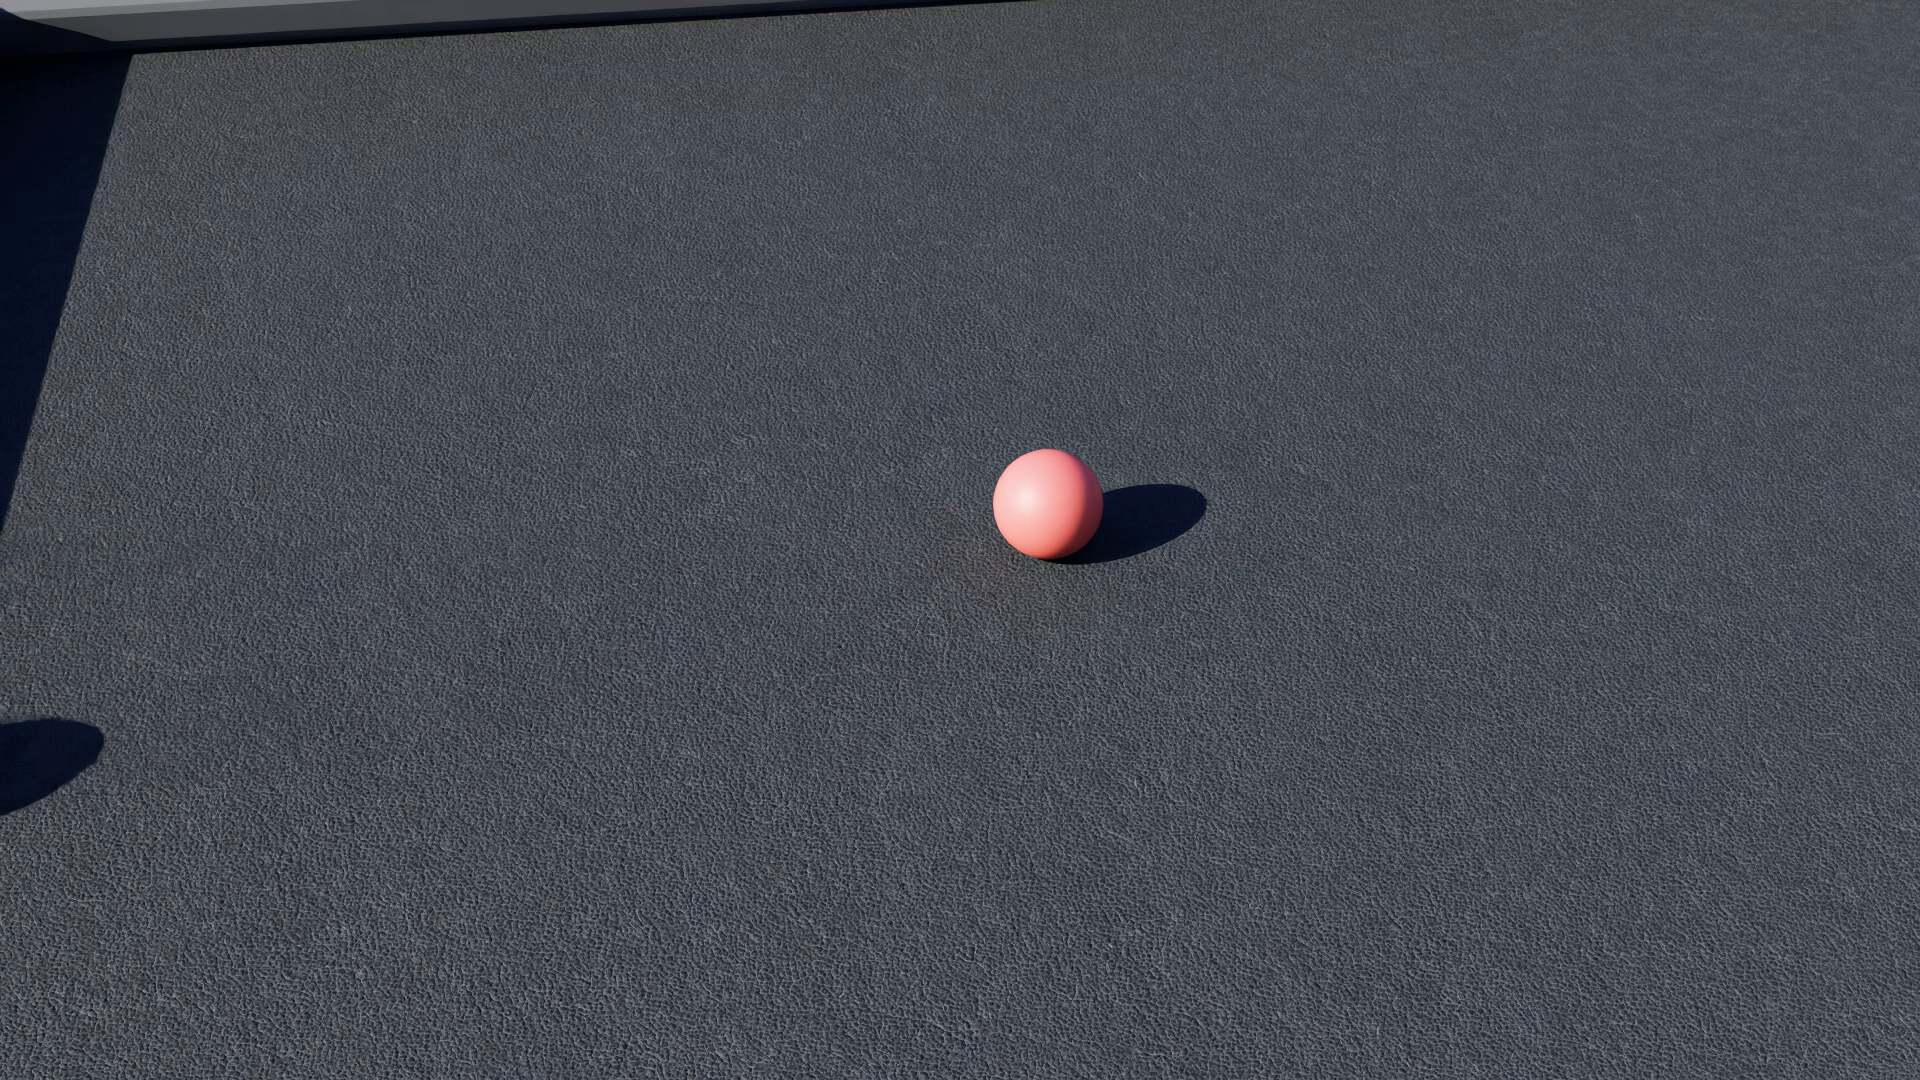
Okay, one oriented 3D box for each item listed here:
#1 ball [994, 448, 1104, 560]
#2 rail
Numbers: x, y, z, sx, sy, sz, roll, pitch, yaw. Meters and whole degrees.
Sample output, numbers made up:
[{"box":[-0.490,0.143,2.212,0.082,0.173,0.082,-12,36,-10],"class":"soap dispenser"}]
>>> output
[{"box":[0.057,-0.023,1.646,0.071,0.071,0.071,0,36,0],"class":"ball"},{"box":[0.651,-0.584,2.383,3.126,0.111,0.045,-5,36,-7],"class":"rail"}]
